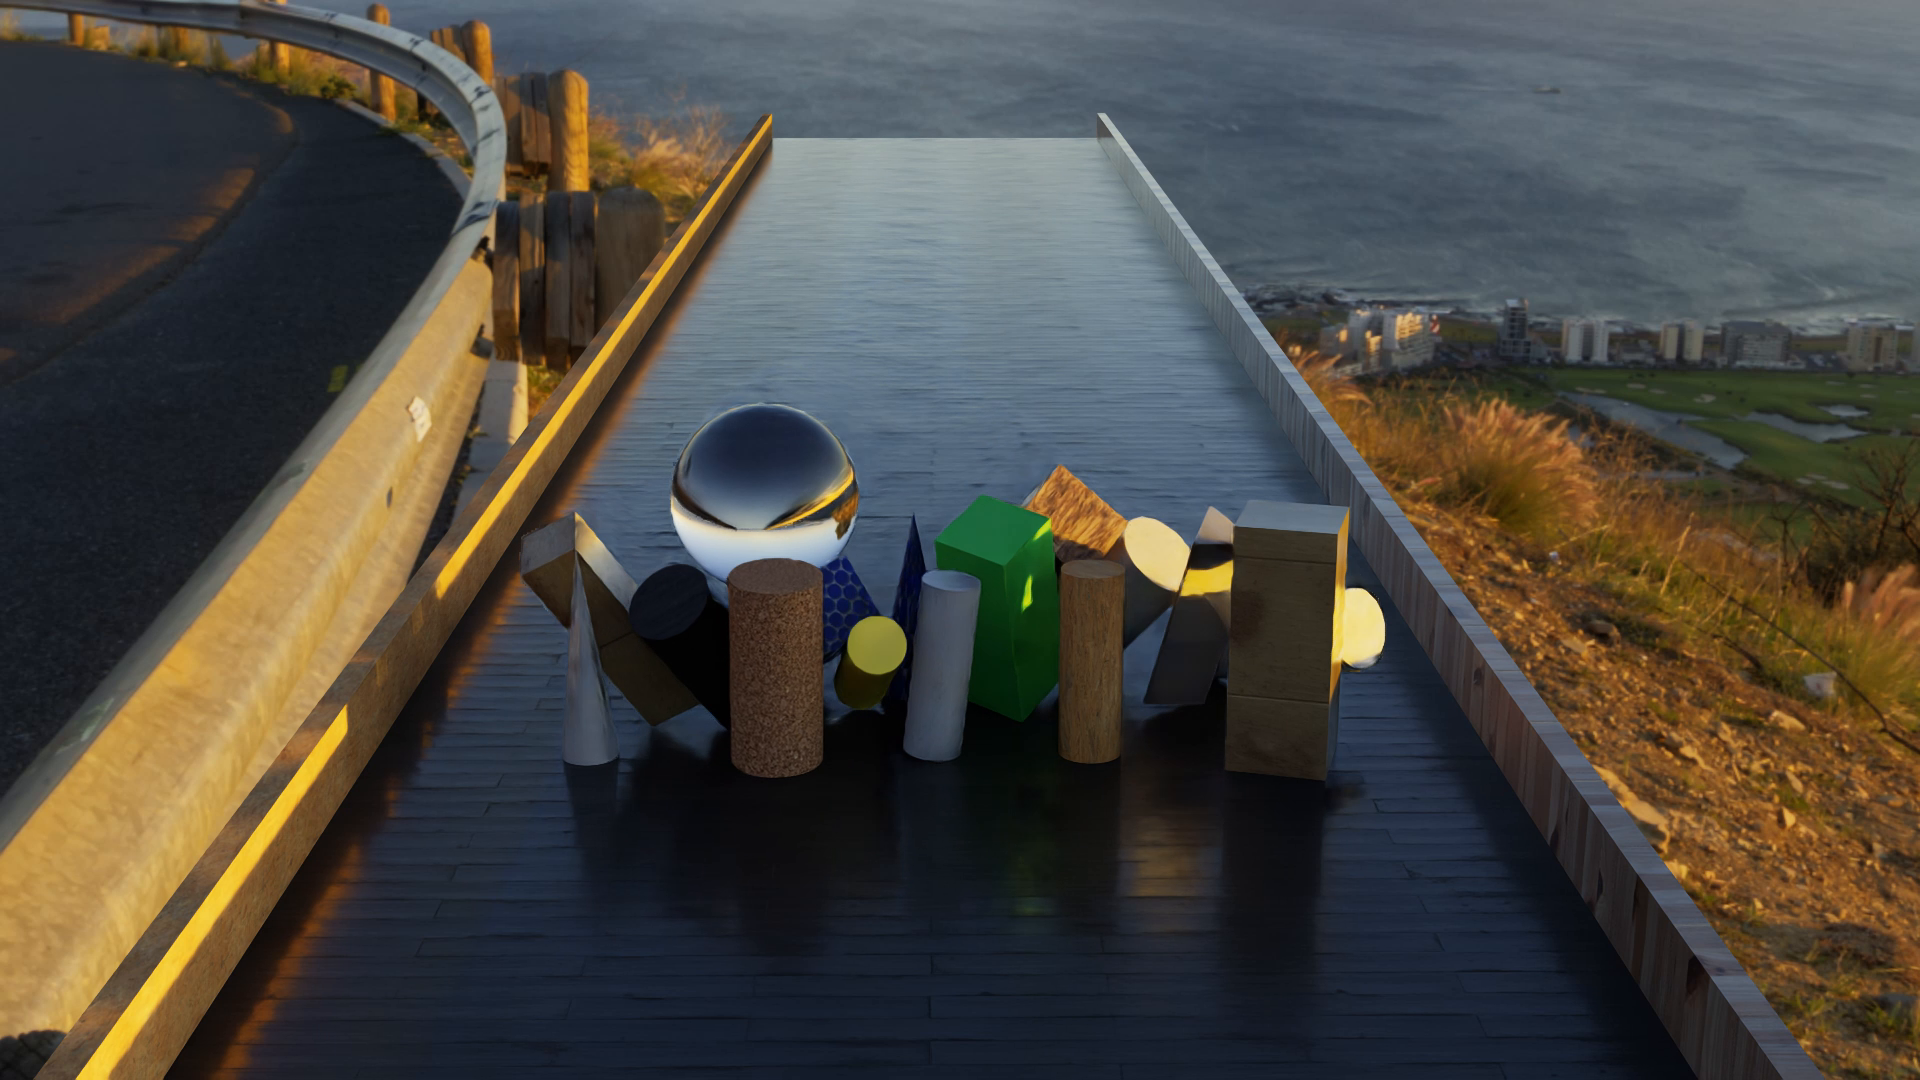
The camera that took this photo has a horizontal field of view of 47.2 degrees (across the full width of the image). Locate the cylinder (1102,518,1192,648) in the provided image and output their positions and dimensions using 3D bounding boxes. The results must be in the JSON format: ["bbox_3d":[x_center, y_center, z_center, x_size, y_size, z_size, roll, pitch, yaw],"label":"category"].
[{"bbox_3d":[0.299,0.113,4.255,0.171,0.304,0.171,23,43,-23],"label":"cylinder"}]

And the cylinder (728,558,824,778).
[{"bbox_3d":[-0.321,0.223,3.845,0.164,0.347,0.164,1,21,0],"label":"cylinder"}]

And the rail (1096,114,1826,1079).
[{"bbox_3d":[0.932,-0.844,7.801,0.050,0.150,12.000,0,17,-1],"label":"rail"}]

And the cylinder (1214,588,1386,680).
[{"bbox_3d":[0.596,0.180,4.152,0.149,0.149,0.405,-14,4,-40],"label":"cylinder"}]

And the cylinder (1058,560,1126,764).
[{"bbox_3d":[0.232,0.215,3.901,0.114,0.344,0.114,0,17,0],"label":"cylinder"}]

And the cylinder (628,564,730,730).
[{"bbox_3d":[-0.445,0.198,3.941,0.153,0.339,0.153,-12,53,17],"label":"cylinder"}]

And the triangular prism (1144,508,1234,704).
[{"bbox_3d":[0.431,0.124,4.078,0.122,0.394,0.106,2,39,-14],"label":"triangular prism"}]

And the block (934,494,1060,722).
[{"bbox_3d":[0.077,0.128,4.051,0.151,0.380,0.151,20,46,30],"label":"block"}]

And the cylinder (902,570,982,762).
[{"bbox_3d":[-0.033,0.223,3.894,0.105,0.323,0.105,6,18,-2],"label":"cylinder"}]

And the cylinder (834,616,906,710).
[{"bbox_3d":[-0.165,0.225,3.966,0.103,0.103,0.407,-2,-12,-7],"label":"cylinder"}]

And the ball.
[{"bbox_3d":[-0.365,-0.079,4.112,0.354,0.354,0.354,0,17,0],"label":"ball"}]

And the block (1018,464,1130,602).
[{"bbox_3d":[0.122,0.056,4.233,0.170,0.170,0.428,-51,3,-35],"label":"block"}]

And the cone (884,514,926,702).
[{"bbox_3d":[-0.088,0.116,4.206,0.144,0.357,0.144,0,18,0],"label":"cone"}]

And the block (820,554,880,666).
[{"bbox_3d":[-0.291,0.165,4.105,0.142,0.142,0.320,-29,-4,-30],"label":"block"}]

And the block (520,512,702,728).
[{"bbox_3d":[-0.624,0.147,3.974,0.111,0.421,0.111,-26,36,11],"label":"block"}]

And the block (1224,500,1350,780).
[{"bbox_3d":[0.574,0.173,3.860,0.176,0.447,0.176,5,17,15],"label":"block"}]

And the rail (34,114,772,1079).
[{"bbox_3d":[-1.118,-0.838,7.780,0.050,0.150,12.000,0,17,-1],"label":"rail"}]

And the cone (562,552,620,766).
[{"bbox_3d":[-0.662,0.197,3.865,0.103,0.393,0.103,0,21,0],"label":"cone"}]
